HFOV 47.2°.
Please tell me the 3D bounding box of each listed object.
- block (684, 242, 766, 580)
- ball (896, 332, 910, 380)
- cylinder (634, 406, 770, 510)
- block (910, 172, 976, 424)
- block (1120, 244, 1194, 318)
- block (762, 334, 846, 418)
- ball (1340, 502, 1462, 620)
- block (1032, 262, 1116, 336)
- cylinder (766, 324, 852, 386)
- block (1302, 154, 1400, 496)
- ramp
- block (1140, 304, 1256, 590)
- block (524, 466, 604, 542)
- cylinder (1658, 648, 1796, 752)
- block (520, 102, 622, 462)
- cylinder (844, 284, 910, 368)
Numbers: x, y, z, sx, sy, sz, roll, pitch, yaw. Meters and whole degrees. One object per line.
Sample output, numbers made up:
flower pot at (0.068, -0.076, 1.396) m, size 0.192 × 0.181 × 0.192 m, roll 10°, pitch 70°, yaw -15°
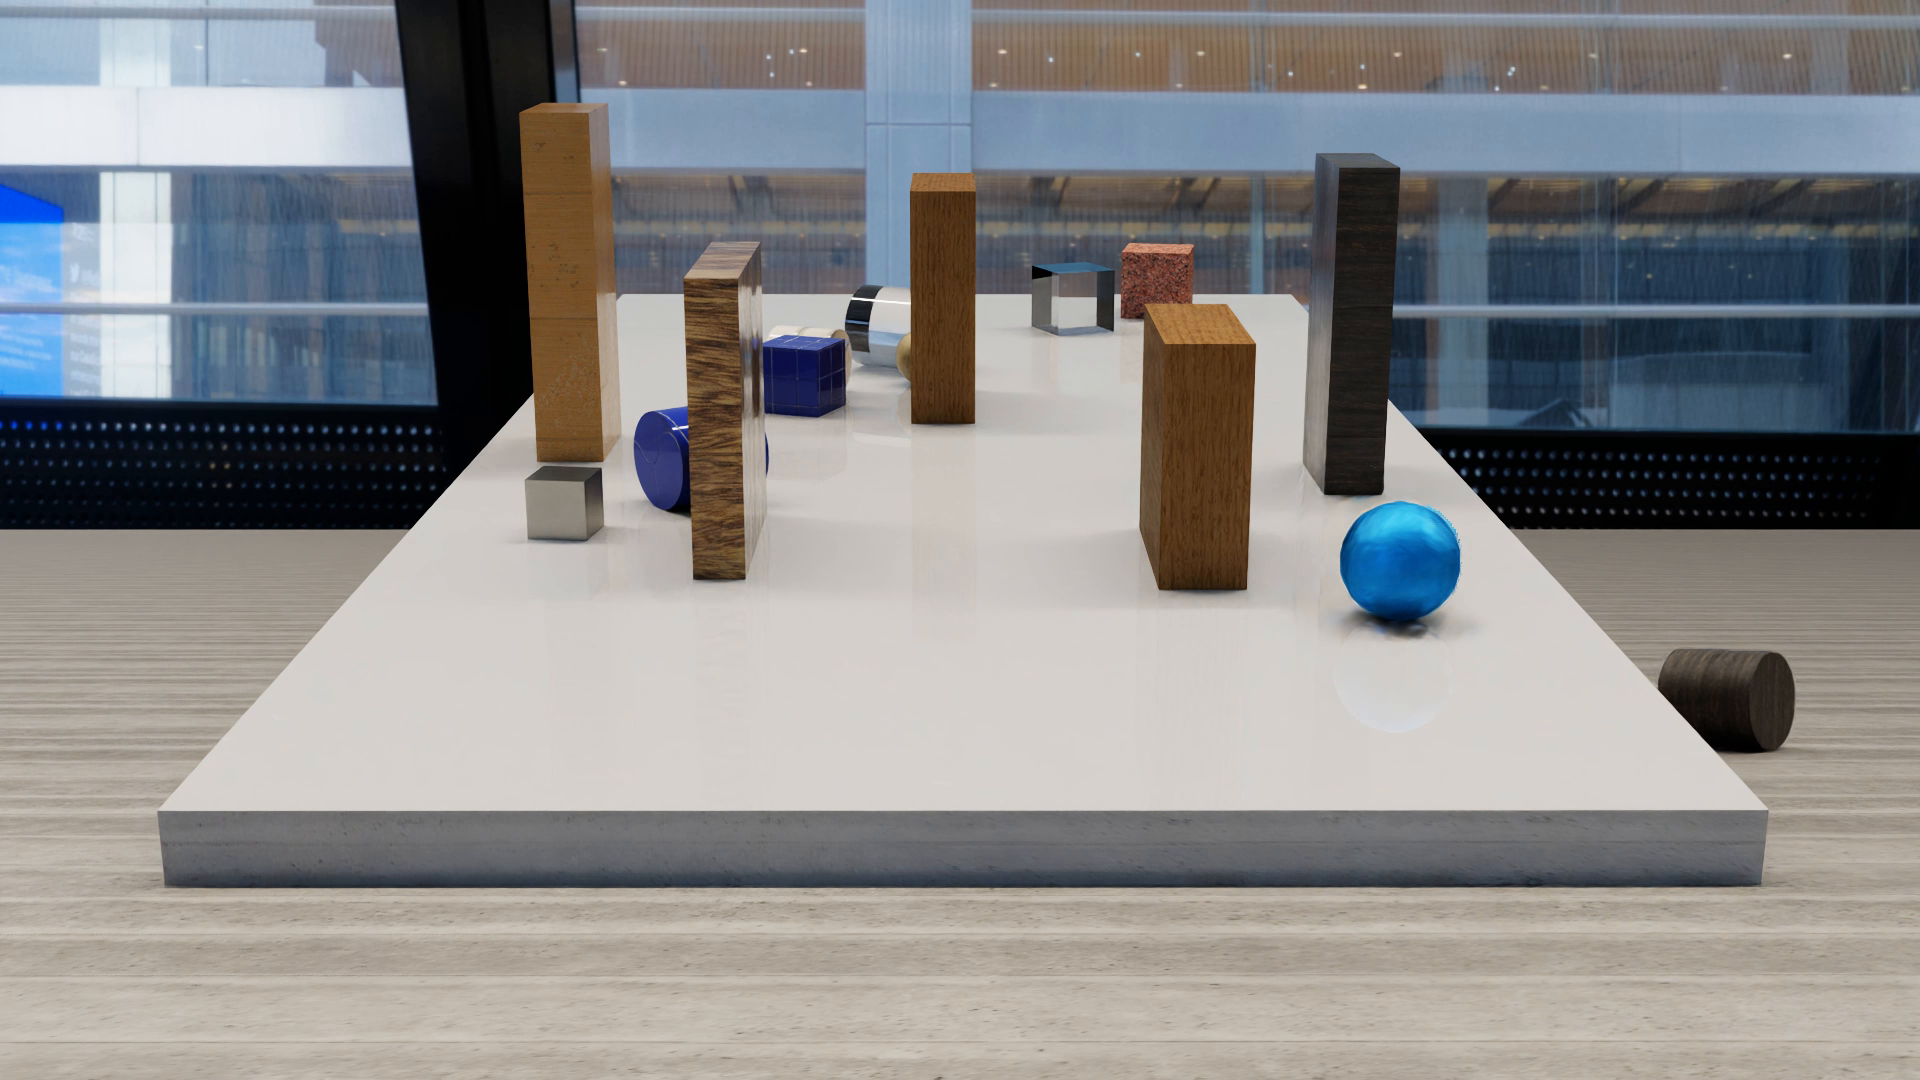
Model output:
block at (-0.405, -0.237, 3.840) m, size 0.088 × 0.508 × 0.438 m, roll 0°, pitch 16°, yaw 0°
ball at (-0.088, -0.439, 5.267) m, size 0.134 × 0.134 × 0.134 m, roll 0°, pitch 0°, yaw 0°
cylinder at (-0.492, -0.164, 4.176) m, size 0.187 × 0.187 × 0.187 m, roll -11°, pitch 7°, yaw -35°
block at (-0.038, -0.553, 4.974) m, size 0.142 × 0.510 × 0.372 m, roll 0°, pitch 16°, yaw 0°
block at (0.560, -0.733, 6.229) m, size 0.186 × 0.186 × 0.186 m, roll 3°, pitch 16°, yaw 10°
block at (-0.361, -0.373, 4.995) m, size 0.152 × 0.152 × 0.152 m, roll 6°, pitch 17°, yaw 21°
ball at (0.694, 0.033, 3.468) m, size 0.188 × 0.188 × 0.188 m, roll 0°, pitch 0°, yaw 0°
block at (0.307, -0.658, 5.994) m, size 0.168 × 0.168 × 0.168 m, roll -7°, pitch 17°, yaw -23°
cylinder at (-0.357, -0.420, 5.153) m, size 0.158 × 0.158 × 0.158 m, roll 6°, pitch 3°, yaw 21°
block at (0.760, -0.426, 4.300) m, size 0.114 × 0.627 × 0.275 m, roll 0°, pitch 16°, yaw 0°
ramp at (-0.002, -0.152, 4.670) m, size 2.000 × 0.100 × 4.000 m, roll 0°, pitch 16°, yaw 0°
block at (0.402, -0.169, 3.776) m, size 0.147 × 0.412 × 0.394 m, roll 0°, pitch 16°, yaw 0°
block at (-0.713, -0.067, 3.971) m, size 0.109 × 0.109 × 0.109 m, roll 2°, pitch 16°, yaw 7°
cylinder at (1.547, 0.321, 4.445) m, size 0.197 × 0.197 × 0.197 m, roll 0°, pitch 1°, yaw -44°
block at (-0.799, -0.534, 4.541) m, size 0.136 × 0.705 × 0.254 m, roll 0°, pitch 16°, yaw 0°
cylinder at (-0.146, -0.525, 5.450) m, size 0.202 × 0.202 × 0.202 m, roll 9°, pitch 5°, yaw 28°
